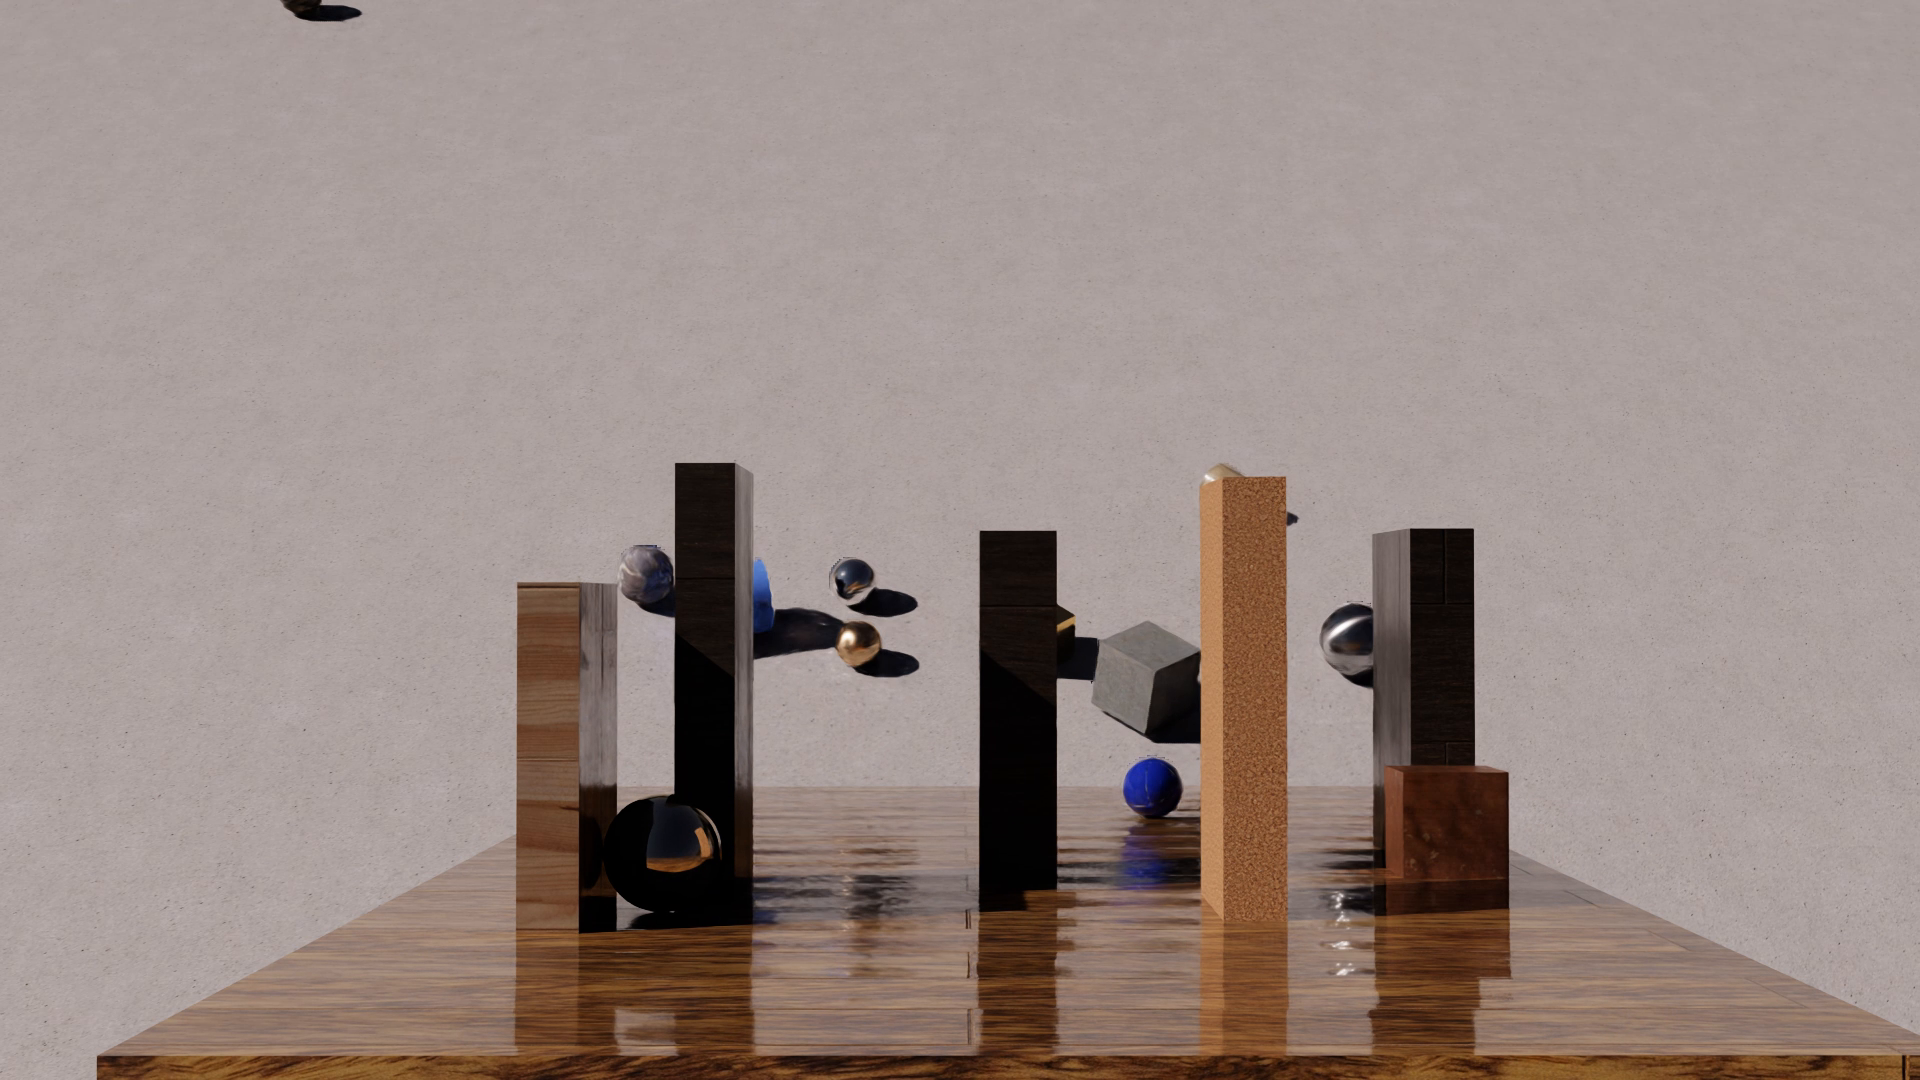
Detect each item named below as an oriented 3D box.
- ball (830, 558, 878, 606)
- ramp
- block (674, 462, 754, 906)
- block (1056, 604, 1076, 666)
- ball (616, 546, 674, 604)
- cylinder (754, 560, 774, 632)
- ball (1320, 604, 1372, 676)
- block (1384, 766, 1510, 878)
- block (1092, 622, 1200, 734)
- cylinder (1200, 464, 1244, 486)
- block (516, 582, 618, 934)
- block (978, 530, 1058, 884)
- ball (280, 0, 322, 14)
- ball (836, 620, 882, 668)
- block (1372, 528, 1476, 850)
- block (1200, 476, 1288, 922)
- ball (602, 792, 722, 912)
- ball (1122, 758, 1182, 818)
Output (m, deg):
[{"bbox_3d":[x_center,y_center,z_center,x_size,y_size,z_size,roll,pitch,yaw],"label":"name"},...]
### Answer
[{"bbox_3d":[-0.309,0.123,7.584,0.139,0.139,0.139,0,34,0],"label":"ball"},{"bbox_3d":[0.074,0.648,4.778,2.000,0.100,4.000,0,-1,0],"label":"ramp"},{"bbox_3d":[-0.409,0.234,4.344,0.097,0.708,0.374,0,-1,0],"label":"block"},{"bbox_3d":[0.223,0.270,7.357,0.146,0.146,0.146,-26,42,-34],"label":"block"},{"bbox_3d":[-0.920,0.103,7.587,0.170,0.170,0.170,0,34,0],"label":"ball"},{"bbox_3d":[-0.659,0.174,7.439,0.208,0.208,0.208,-10,35,-12],"label":"cylinder"},{"bbox_3d":[1.113,0.281,7.289,0.204,0.204,0.204,0,34,0],"label":"ball"},{"bbox_3d":[0.868,0.502,4.637,0.185,0.185,0.185,0,-1,-1],"label":"block"},{"bbox_3d":[0.512,0.376,7.125,0.199,0.199,0.199,29,34,37],"label":"block"},{"bbox_3d":[0.833,-0.145,7.990,0.135,0.135,0.135,-26,41,-33],"label":"cylinder"},{"bbox_3d":[-0.604,0.324,4.012,0.092,0.514,0.424,0,-1,0],"label":"block"},{"bbox_3d":[0.101,0.290,4.598,0.132,0.607,0.275,0,-1,0],"label":"block"},{"bbox_3d":[-2.874,-2.390,11.313,0.191,0.191,0.191,0,34,0],"label":"ball"},{"bbox_3d":[-0.287,0.293,7.335,0.131,0.131,0.131,0,34,0],"label":"ball"},{"bbox_3d":[0.881,0.293,4.953,0.117,0.618,0.433,0,-1,0],"label":"block"},{"bbox_3d":[0.449,0.245,4.129,0.097,0.675,0.365,0,-1,0],"label":"block"},{"bbox_3d":[-0.465,0.489,4.059,0.186,0.186,0.186,0,34,0],"label":"ball"},{"bbox_3d":[0.431,0.554,5.802,0.134,0.134,0.134,0,34,0],"label":"ball"}]
